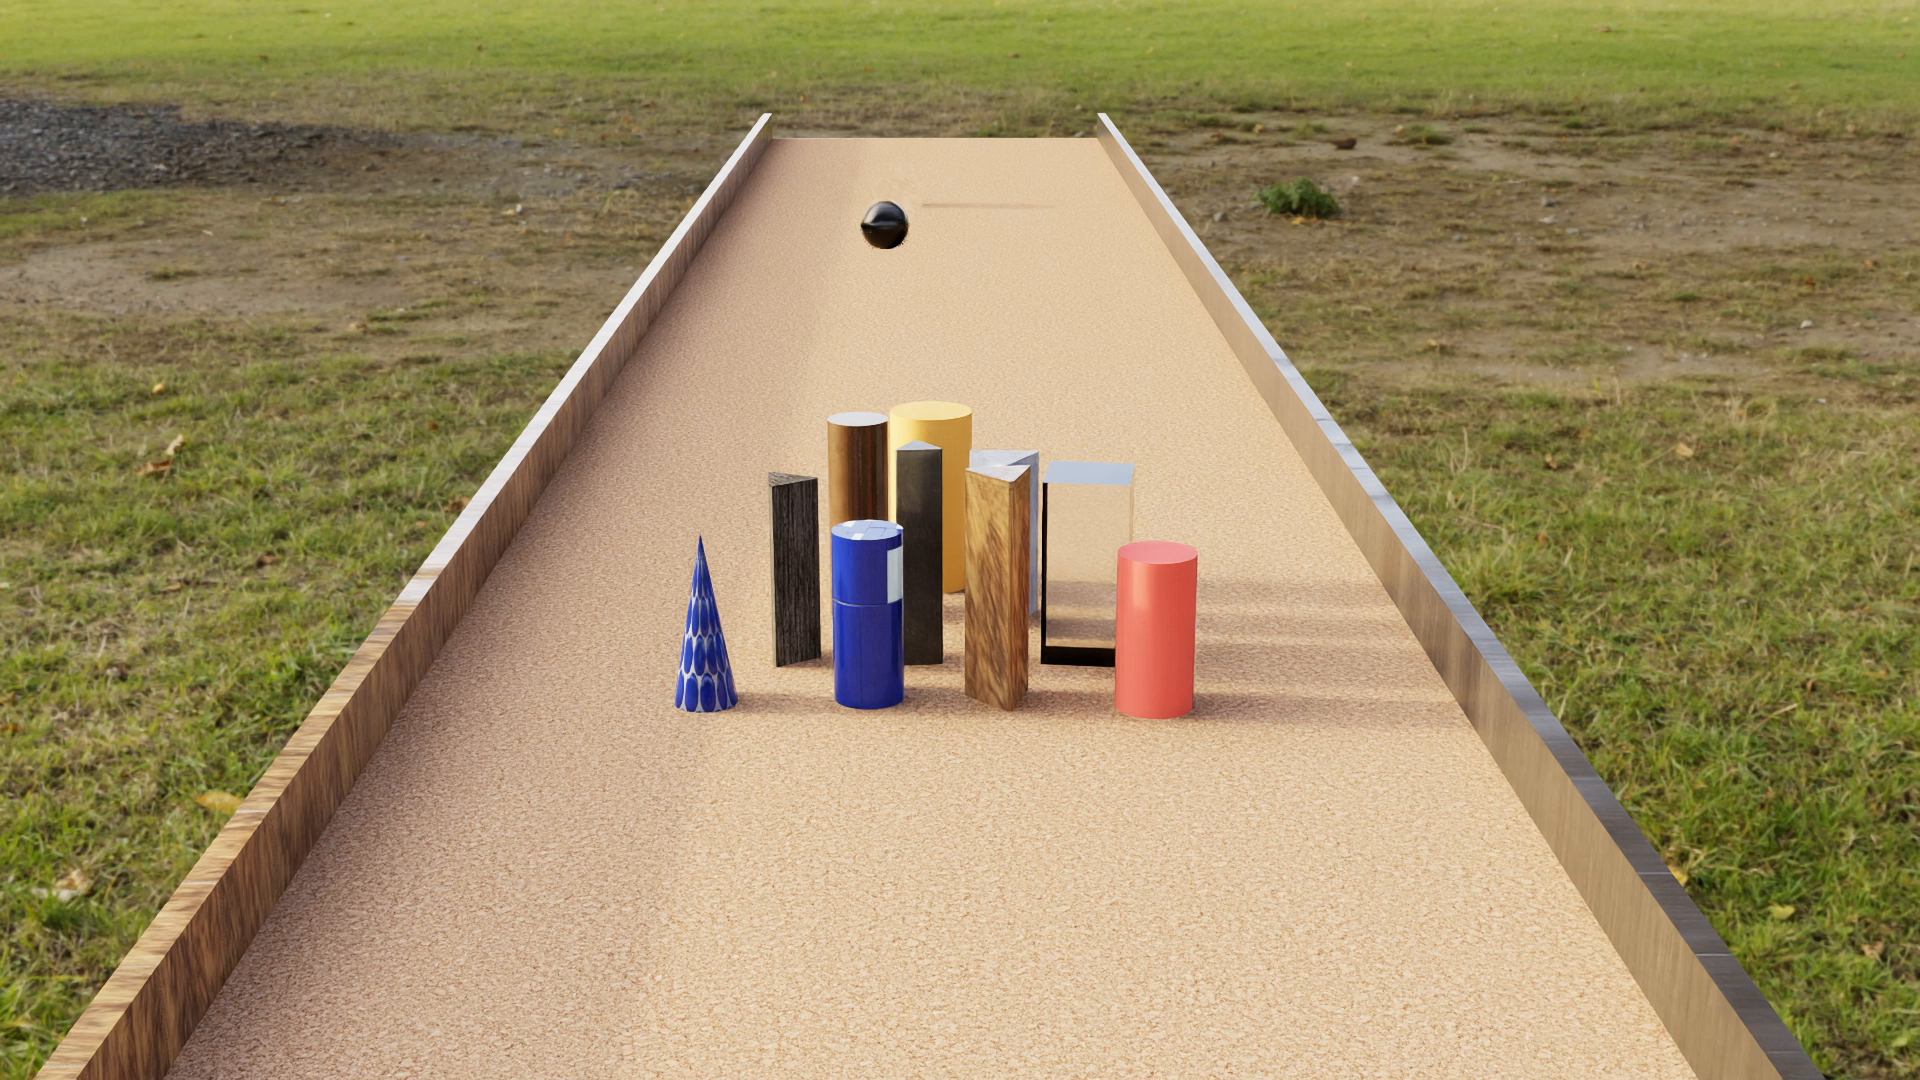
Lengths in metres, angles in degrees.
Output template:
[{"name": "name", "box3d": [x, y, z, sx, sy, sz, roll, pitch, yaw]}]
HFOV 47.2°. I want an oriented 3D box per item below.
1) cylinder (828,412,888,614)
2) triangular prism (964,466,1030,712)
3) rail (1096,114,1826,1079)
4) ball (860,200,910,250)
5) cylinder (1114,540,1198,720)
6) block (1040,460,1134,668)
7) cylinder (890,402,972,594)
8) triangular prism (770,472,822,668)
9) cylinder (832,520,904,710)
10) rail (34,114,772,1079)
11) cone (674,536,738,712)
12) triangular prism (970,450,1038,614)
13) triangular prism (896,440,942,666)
[{"name": "cylinder", "box3d": [-0.214, -0.050, 4.652, 0.127, 0.424, 0.127, 0, 17, 0]}, {"name": "triangular prism", "box3d": [0.091, 0.085, 4.156, 0.107, 0.448, 0.124, -15, 22, -41]}, {"name": "rail", "box3d": [0.932, -0.844, 7.801, 0.050, 0.150, 12.000, 0, 17, -1]}, {"name": "ball", "box3d": [-0.319, -1.342, 9.377, 0.207, 0.207, 0.207, 0, 17, 0]}, {"name": "cylinder", "box3d": [0.367, 0.168, 4.131, 0.149, 0.303, 0.149, 0, 17, 0]}, {"name": "block", "box3d": [0.256, 0.047, 4.409, 0.170, 0.376, 0.170, 2, 17, 7]}, {"name": "cylinder", "box3d": [-0.063, -0.095, 4.859, 0.180, 0.392, 0.180, 0, 17, 0]}, {"name": "triangular prism", "box3d": [-0.351, 0.055, 4.389, 0.110, 0.373, 0.095, -11, 20, -34]}, {"name": "cylinder", "box3d": [-0.174, 0.141, 4.168, 0.135, 0.334, 0.135, 0, 17, 0]}, {"name": "rail", "box3d": [-1.118, -0.838, 7.780, 0.050, 0.150, 12.000, 0, 17, -1]}, {"name": "cone", "box3d": [-0.484, 0.146, 4.146, 0.123, 0.336, 0.123, 0, 17, 0]}, {"name": "triangular prism", "box3d": [0.075, -0.010, 4.645, 0.123, 0.352, 0.143, 10, 19, 30]}, {"name": "triangular prism", "box3d": [-0.084, 0.025, 4.364, 0.090, 0.443, 0.078, -2, 17, -6]}]
